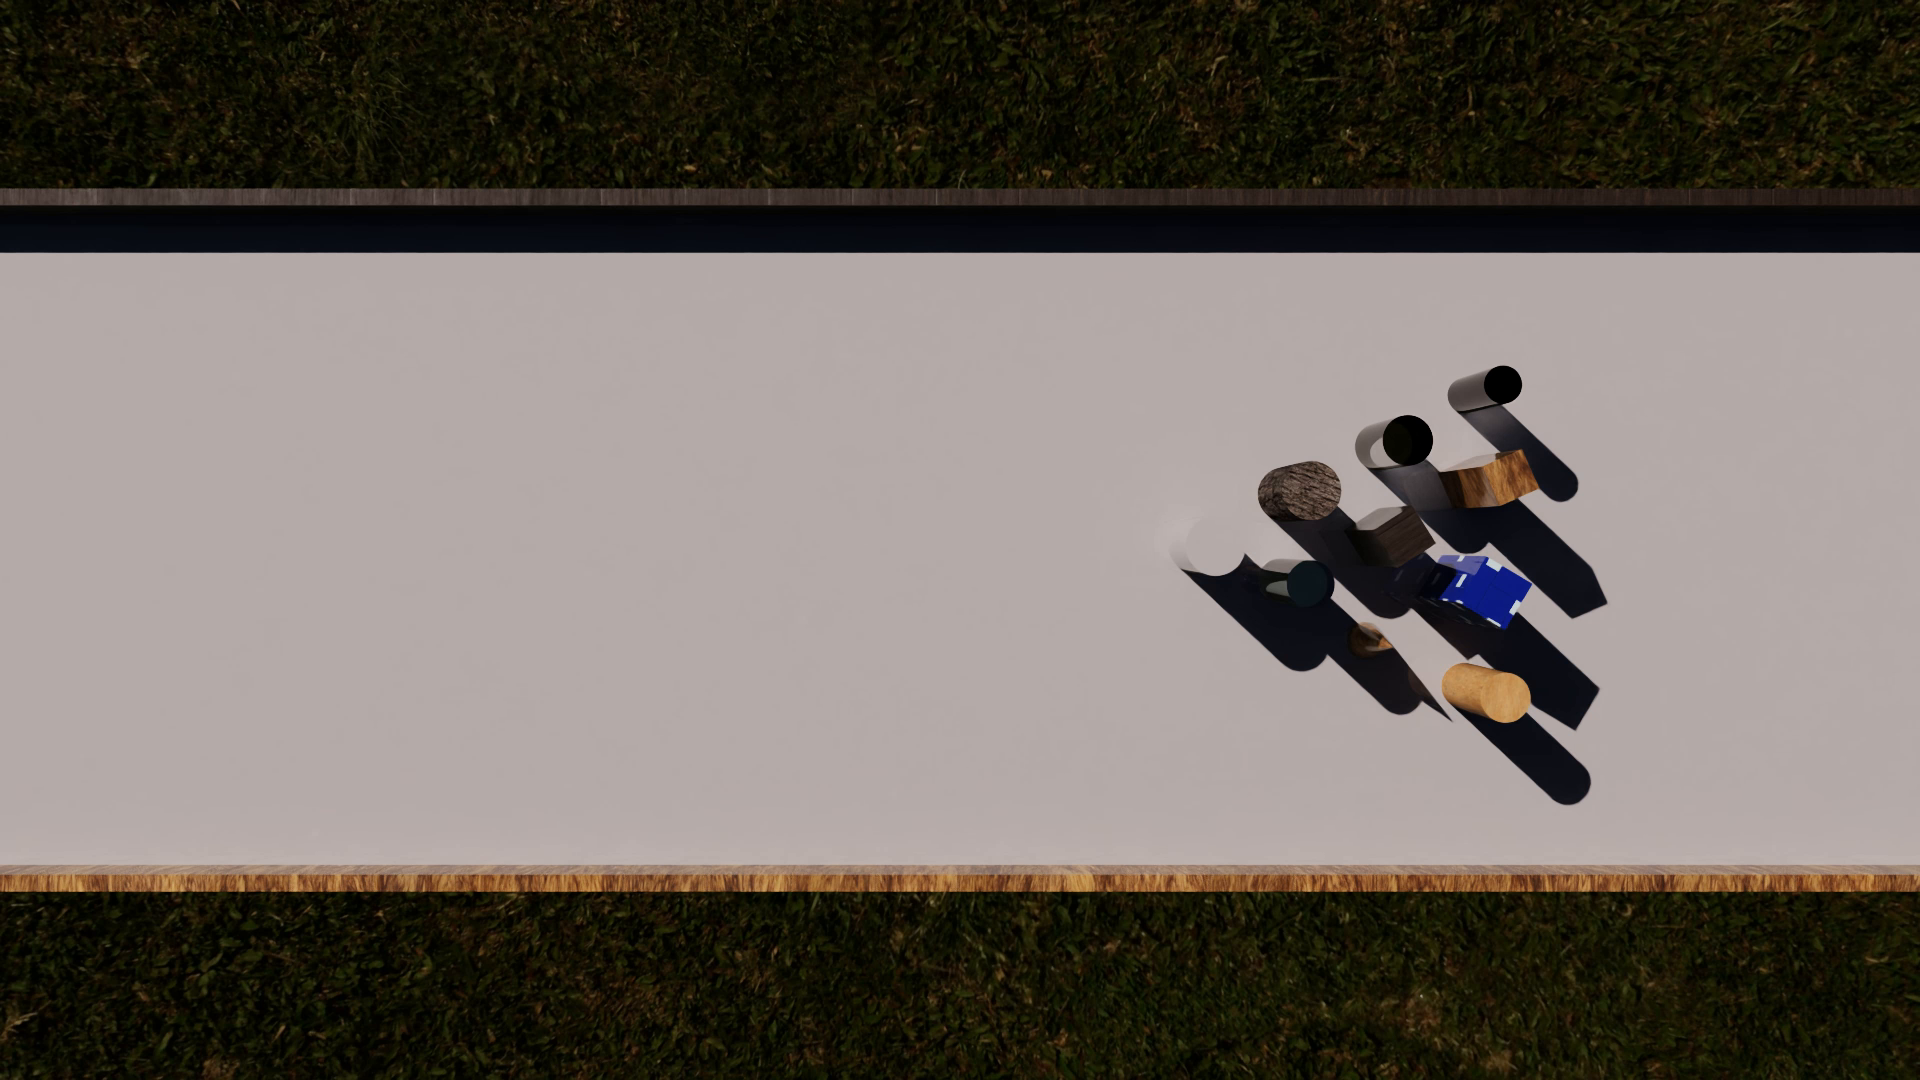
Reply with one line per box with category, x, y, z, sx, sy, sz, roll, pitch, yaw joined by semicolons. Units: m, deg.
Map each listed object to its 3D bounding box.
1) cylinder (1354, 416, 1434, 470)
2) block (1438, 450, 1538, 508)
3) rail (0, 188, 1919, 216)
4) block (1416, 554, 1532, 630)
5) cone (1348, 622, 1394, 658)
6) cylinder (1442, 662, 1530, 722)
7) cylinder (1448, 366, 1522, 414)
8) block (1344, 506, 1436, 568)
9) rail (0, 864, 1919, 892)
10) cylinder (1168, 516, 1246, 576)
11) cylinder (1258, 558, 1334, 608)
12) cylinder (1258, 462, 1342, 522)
cylinder;1.289;-0.287;4.911;0.146;0.331;0.146;0;90;0
block;1.550;-0.176;4.857;0.121;0.438;0.121;-24;90;0
rail;-2.247;-1.025;5.002;12.000;0.150;0.050;0;90;0
block;1.509;0.150;4.861;0.151;0.431;0.151;31;90;0
cone;1.249;0.310;4.913;0.114;0.327;0.114;0;90;0
cylinder;1.553;0.449;4.886;0.142;0.381;0.142;0;90;0
cylinder;1.556;-0.445;4.900;0.110;0.352;0.110;0;90;0
block;1.269;-0.010;4.888;0.128;0.377;0.128;-33;90;0
rail;-2.247;1.025;5.001;12.000;0.150;0.050;0;90;0
cylinder;0.726;0.016;4.881;0.172;0.390;0.172;0;90;0
cylinder;0.985;0.124;4.853;0.136;0.446;0.136;0;90;0
cylinder;1.001;-0.140;4.884;0.169;0.386;0.169;0;90;0
